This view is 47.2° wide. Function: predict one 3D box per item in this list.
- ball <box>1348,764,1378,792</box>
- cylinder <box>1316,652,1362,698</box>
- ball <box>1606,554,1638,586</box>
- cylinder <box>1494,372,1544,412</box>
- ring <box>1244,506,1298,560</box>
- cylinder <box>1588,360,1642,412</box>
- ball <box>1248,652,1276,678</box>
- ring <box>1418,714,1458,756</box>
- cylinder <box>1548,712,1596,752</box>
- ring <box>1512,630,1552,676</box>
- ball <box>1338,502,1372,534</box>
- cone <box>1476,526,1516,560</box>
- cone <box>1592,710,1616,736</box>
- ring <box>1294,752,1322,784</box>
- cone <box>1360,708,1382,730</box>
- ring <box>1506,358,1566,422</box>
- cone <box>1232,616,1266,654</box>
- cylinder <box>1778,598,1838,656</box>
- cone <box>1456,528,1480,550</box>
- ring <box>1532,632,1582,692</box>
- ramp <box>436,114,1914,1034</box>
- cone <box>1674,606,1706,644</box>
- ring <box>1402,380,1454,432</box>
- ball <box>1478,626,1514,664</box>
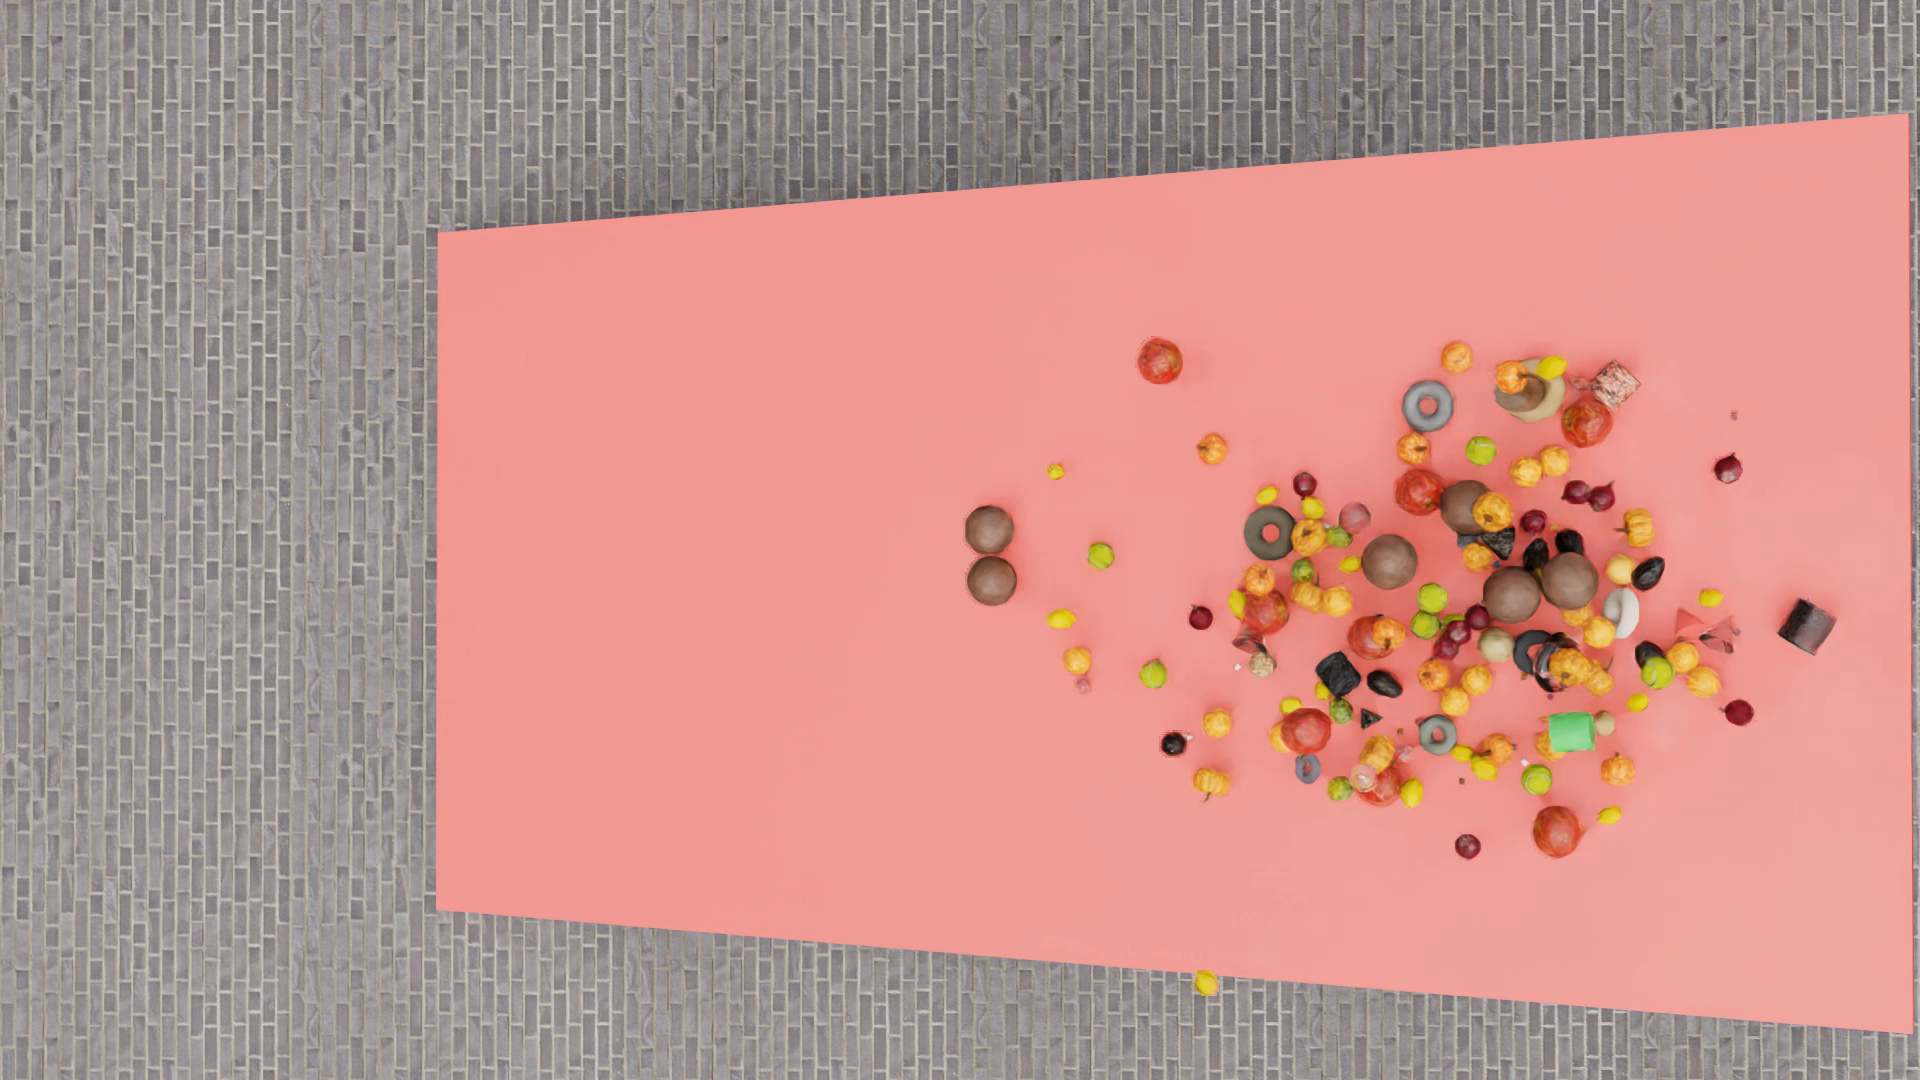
[{"bbox_3d":[0.907,0.534,4.945,0.065,0.065,0.065,0,89,0],"label":"ball"},{"bbox_3d":[0.908,0.323,5.276,0.080,0.080,0.080,-35,64,0],"label":"cylinder"},{"bbox_3d":[1.506,0.068,5.006,0.070,0.070,0.070,0,89,0],"label":"ball"},{"bbox_3d":[1.284,-0.339,5.051,0.088,0.088,0.088,1,91,33],"label":"cylinder"},{"bbox_3d":[0.760,-0.017,5.376,0.135,0.045,0.135,0,91,22],"label":"ring"},{"bbox_3d":[1.491,-0.353,5.010,0.085,0.085,0.085,42,107,0],"label":"cylinder"},{"bbox_3d":[0.740,0.305,5.371,0.067,0.067,0.067,0,89,0],"label":"ball"},{"bbox_3d":[1.129,0.460,5.196,0.097,0.032,0.097,-5,81,36],"label":"ring"},{"bbox_3d":[1.369,0.429,4.918,0.086,0.086,0.086,-7,89,24],"label":"cylinder"},{"bbox_3d":[1.336,0.261,5.103,0.108,0.036,0.108,-1,87,20],"label":"ring"},{"bbox_3d":[0.940,-0.052,5.233,0.078,0.078,0.078,0,89,0],"label":"ball"},{"bbox_3d":[1.237,-0.002,5.113,0.083,0.083,0.083,15,89,-1],"label":"cone"},{"bbox_3d":[1.446,0.417,4.989,0.060,0.060,0.060,-3,86,39],"label":"cone"},{"bbox_3d":[0.843,0.552,5.330,0.026,0.078,0.078,2,89,-40],"label":"ring"},{"bbox_3d":[0.992,0.428,5.273,0.053,0.053,0.053,-3,89,-1],"label":"cone"},{"bbox_3d":[1.330,-0.348,5.106,0.149,0.050,0.149,0,89,26],"label":"ring"},{"bbox_3d":[0.721,0.222,5.395,0.088,0.088,0.088,18,69,0],"label":"cone"},{"bbox_3d":[1.860,0.190,4.825,0.091,0.091,0.091,29,102,0],"label":"cylinder"},{"bbox_3d":[1.187,-0.002,5.167,0.055,0.055,0.055,0,89,25],"label":"cone"},{"bbox_3d":[1.367,0.281,5.036,0.141,0.047,0.141,-9,106,-35],"label":"ring"},{"bbox_3d":[0.281,0.081,5.684,4.000,0.100,2.000,0,89,25],"label":"ramp"},{"bbox_3d":[1.635,0.180,4.963,0.077,0.077,0.077,-12,54,0],"label":"cone"},{"bbox_3d":[1.110,-0.318,5.215,0.126,0.042,0.126,0,91,25],"label":"ring"},{"bbox_3d":[1.245,0.244,5.107,0.084,0.084,0.084,0,89,0],"label":"ball"}]
